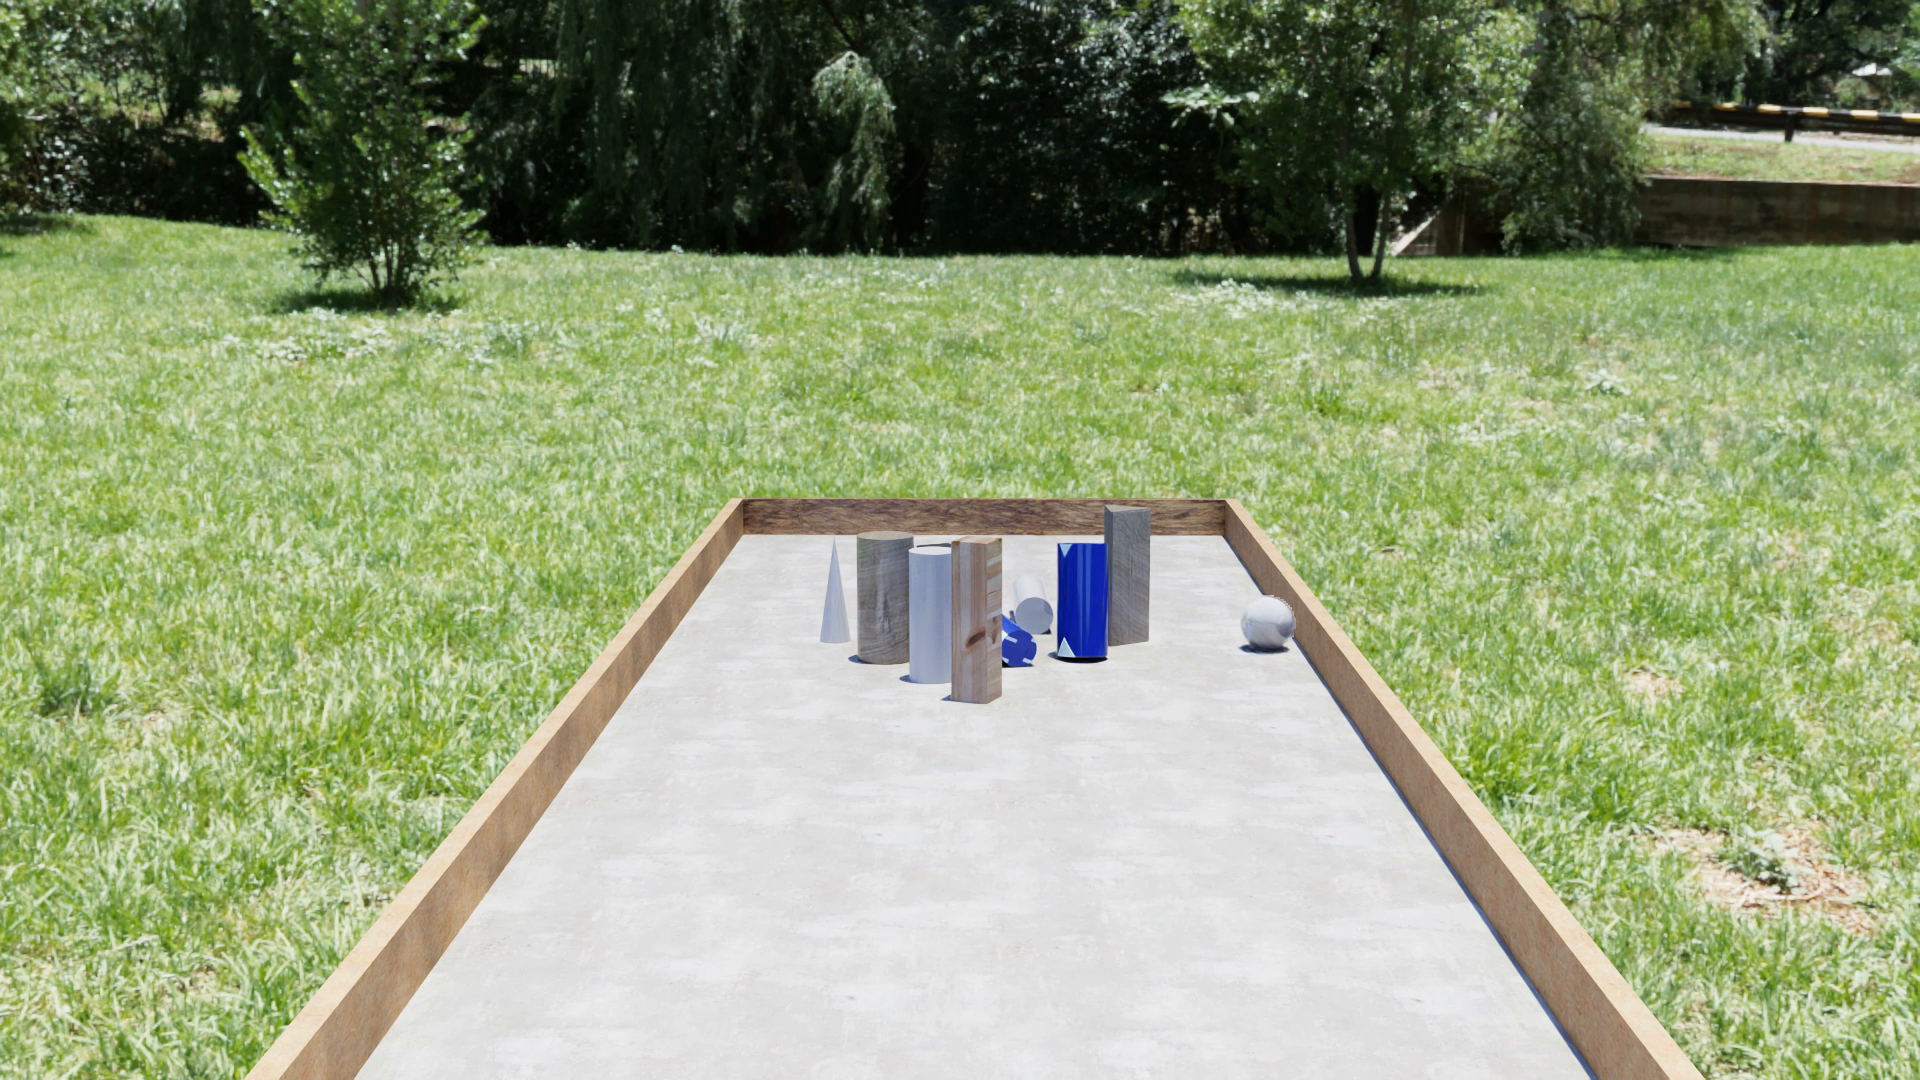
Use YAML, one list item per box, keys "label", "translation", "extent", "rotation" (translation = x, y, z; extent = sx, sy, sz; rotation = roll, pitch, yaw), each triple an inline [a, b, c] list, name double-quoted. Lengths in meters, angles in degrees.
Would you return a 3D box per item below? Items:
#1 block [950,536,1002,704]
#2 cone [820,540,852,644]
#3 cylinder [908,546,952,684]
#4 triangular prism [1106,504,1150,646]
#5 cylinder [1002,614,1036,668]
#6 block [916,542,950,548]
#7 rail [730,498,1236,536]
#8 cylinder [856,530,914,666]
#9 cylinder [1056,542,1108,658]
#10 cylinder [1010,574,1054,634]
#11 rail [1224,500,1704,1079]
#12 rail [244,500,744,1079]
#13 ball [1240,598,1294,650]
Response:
- label: "block"
  translation: [0.047, 0.223, 6.157]
  extent: [0.109, 0.453, 0.109]
  rotation: [4, 10, 23]
- label: "cone"
  translation: [-0.397, 0.153, 6.967]
  extent: [0.102, 0.337, 0.102]
  rotation: [0, 9, 0]
- label: "cylinder"
  translation: [-0.078, 0.219, 6.413]
  extent: [0.142, 0.381, 0.142]
  rotation: [0, 9, 0]
- label: "triangular prism"
  translation: [0.499, 0.108, 6.961]
  extent: [0.154, 0.428, 0.134]
  rotation: [-6, 11, -33]
- label: "cylinder"
  translation: [0.125, 0.293, 6.796]
  extent: [0.114, 0.114, 0.438]
  rotation: [-2, 9, -13]
- label: "block"
  translation: [-0.063, 0.170, 6.969]
  extent: [0.112, 0.303, 0.112]
  rotation: [-5, 10, -26]
- label: "rail"
  translation: [0.099, -0.098, 9.147]
  extent: [2.100, 0.150, 0.050]
  rotation: [0, 9, 1]
- label: "cylinder"
  translation: [-0.226, 0.174, 6.686]
  extent: [0.174, 0.383, 0.174]
  rotation: [0, 9, 0]
- label: "cylinder"
  translation: [0.374, 0.181, 6.716]
  extent: [0.158, 0.342, 0.158]
  rotation: [0, 2, 0]
- label: "cylinder"
  translation: [0.236, 0.211, 7.280]
  extent: [0.124, 0.124, 0.418]
  rotation: [0, 9, -1]
- label: "rail"
  translation: [1.046, 0.843, 3.208]
  extent: [0.050, 0.150, 12.000]
  rotation: [0, 9, 1]
- label: "rail"
  translation: [-1.004, 0.839, 3.234]
  extent: [0.050, 0.150, 12.000]
  rotation: [0, 9, 1]
- label: "ball"
  translation: [0.956, 0.259, 6.850]
  extent: [0.164, 0.164, 0.164]
  rotation: [0, 9, 0]
